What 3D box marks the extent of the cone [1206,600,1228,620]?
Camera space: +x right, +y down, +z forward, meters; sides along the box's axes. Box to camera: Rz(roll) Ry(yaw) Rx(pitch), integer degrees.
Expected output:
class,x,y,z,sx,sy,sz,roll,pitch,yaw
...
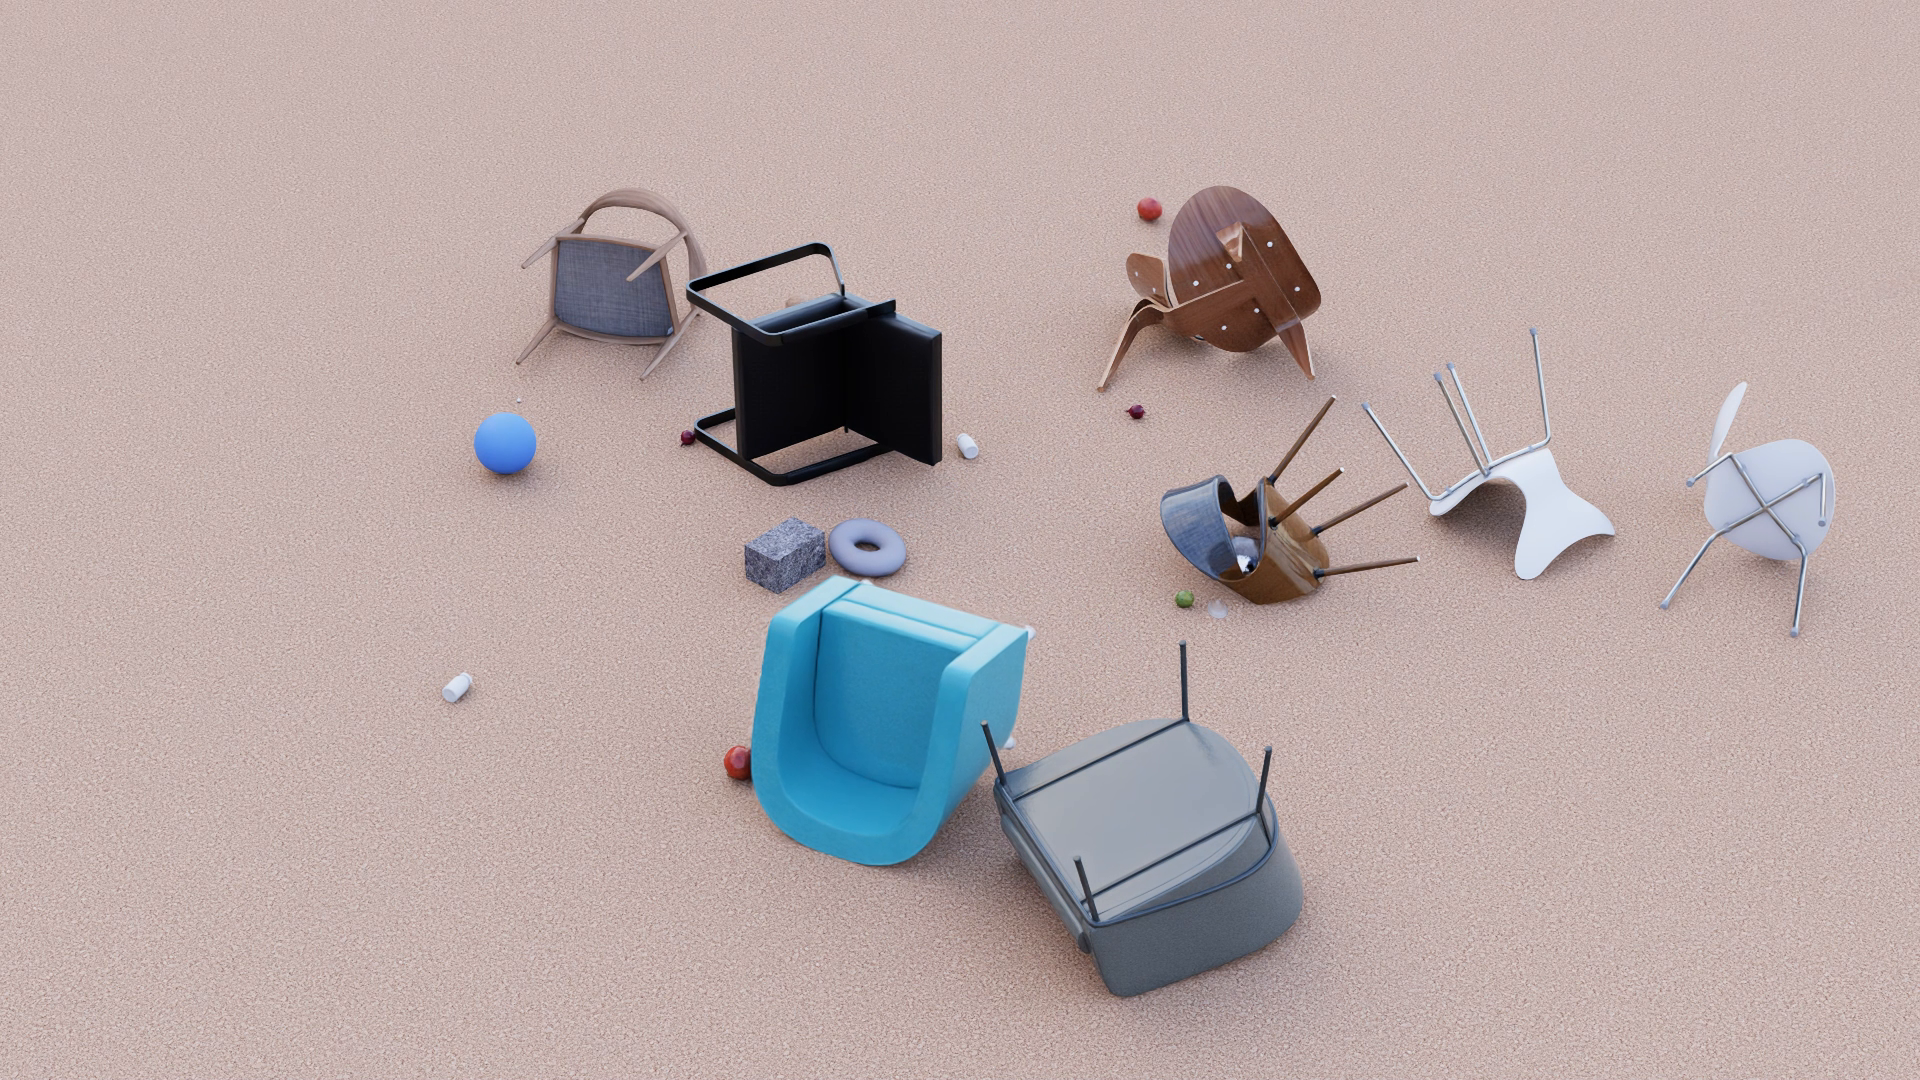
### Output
class,x,y,z,sx,sy,sz,roll,pitch,yaw
cone,0.927,0.231,10.551,0.077,0.047,0.122,-2,33,-3

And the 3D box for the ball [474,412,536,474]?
class,x,y,z,sx,sy,sz,roll,pitch,yaw
ball,-1.751,-0.372,11.292,0.239,0.239,0.239,0,33,0

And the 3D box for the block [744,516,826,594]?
class,x,y,z,sx,sy,sz,roll,pitch,yaw
block,-0.639,0.056,10.727,0.162,0.146,0.255,25,41,33

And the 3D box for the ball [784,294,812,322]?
class,x,y,z,sx,sy,sz,roll,pitch,yaw
ball,-0.677,-0.974,12.316,0.118,0.118,0.118,0,33,0

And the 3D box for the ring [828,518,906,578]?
class,x,y,z,sx,sy,sz,roll,pitch,yaw
ring,-0.343,0.028,10.827,0.272,0.085,0.352,-15,37,-24

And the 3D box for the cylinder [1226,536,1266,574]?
class,x,y,z,sx,sy,sz,roll,pitch,yaw
cylinder,1.051,0.052,10.772,0.108,0.103,0.187,9,30,13
